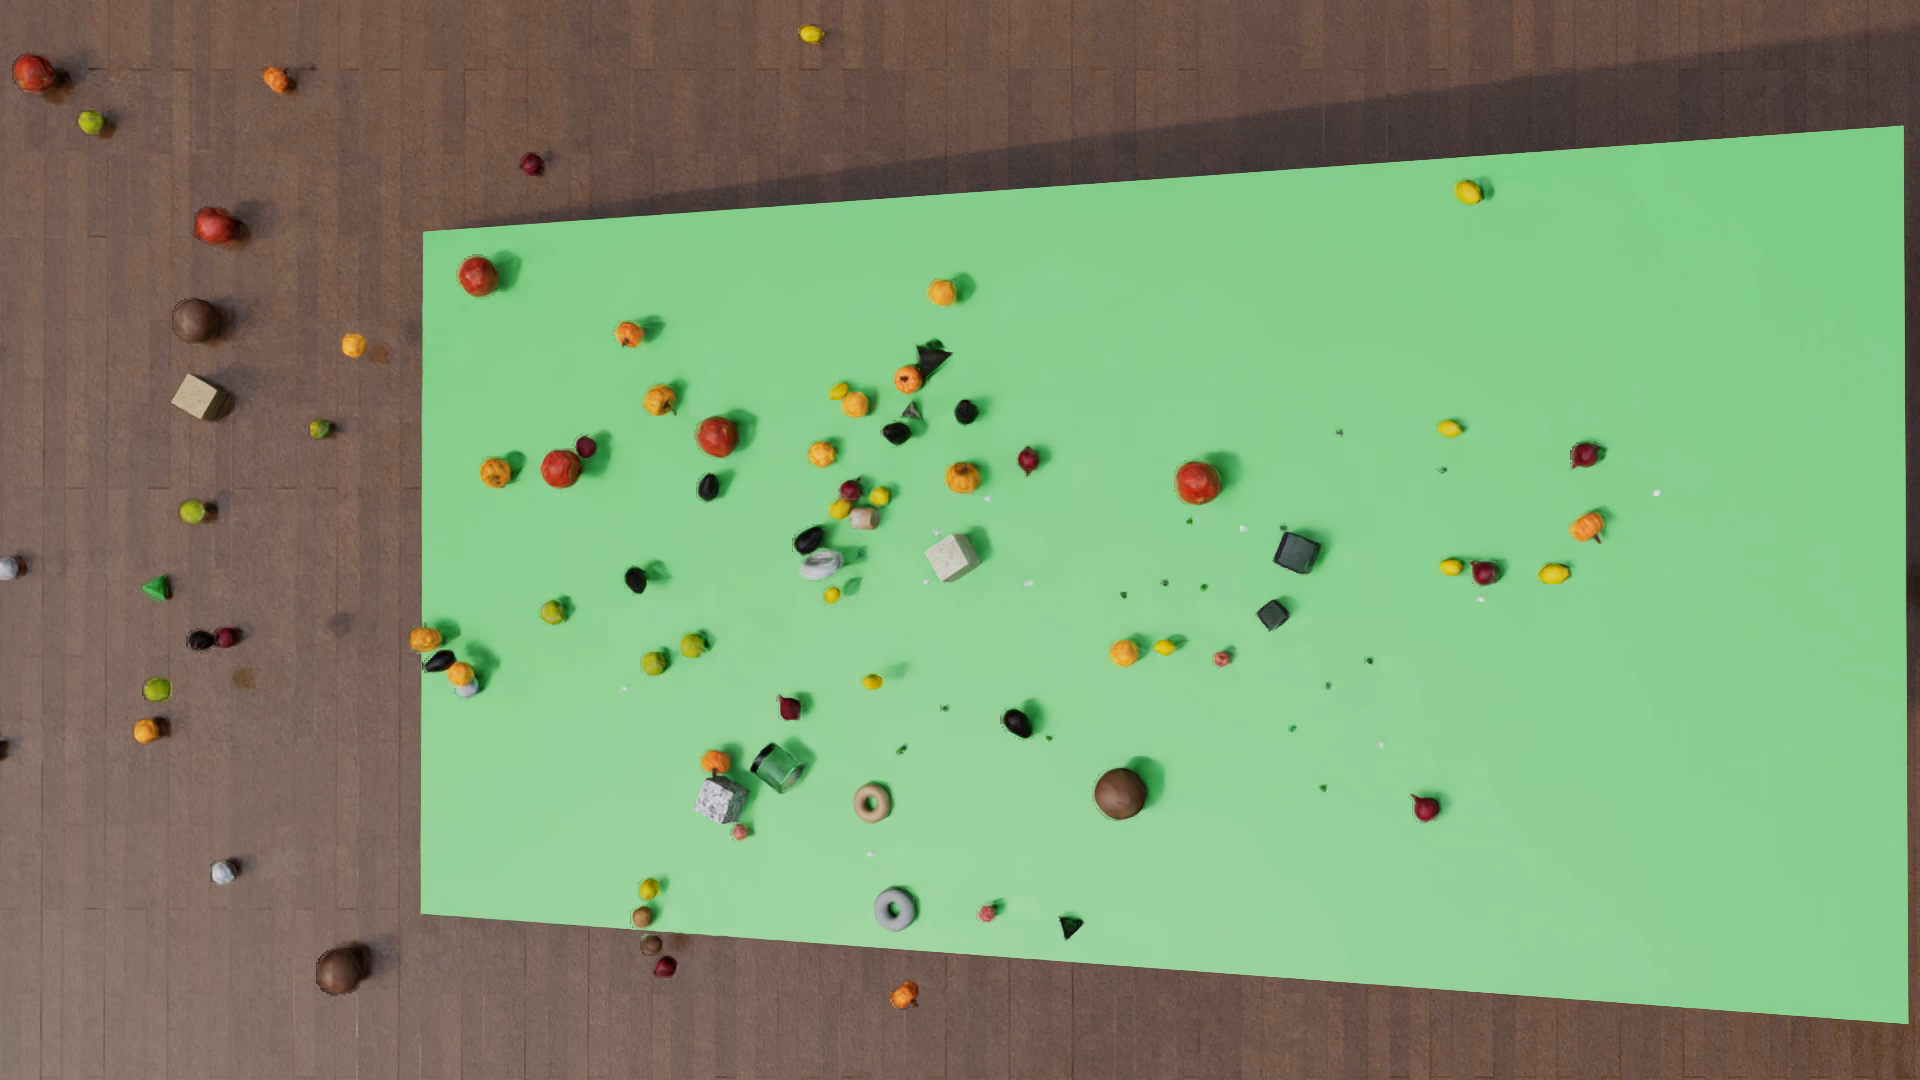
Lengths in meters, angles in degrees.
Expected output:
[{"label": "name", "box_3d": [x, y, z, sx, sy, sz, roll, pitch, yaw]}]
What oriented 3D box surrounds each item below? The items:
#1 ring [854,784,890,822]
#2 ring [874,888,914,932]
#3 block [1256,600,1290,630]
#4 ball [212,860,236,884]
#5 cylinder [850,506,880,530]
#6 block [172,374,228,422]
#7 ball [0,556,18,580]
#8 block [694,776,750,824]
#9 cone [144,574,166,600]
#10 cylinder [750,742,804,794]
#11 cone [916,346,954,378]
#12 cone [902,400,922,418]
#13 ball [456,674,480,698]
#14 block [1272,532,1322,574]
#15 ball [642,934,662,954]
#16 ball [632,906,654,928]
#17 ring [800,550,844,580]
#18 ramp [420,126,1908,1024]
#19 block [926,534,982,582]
[{"label": "ring", "box_3d": [-0.235, 0.701, 5.858, 0.107, 0.036, 0.107, 0, 91, 22]}, {"label": "ring", "box_3d": [-0.174, 0.979, 5.827, 0.117, 0.039, 0.117, 0, 91, 23]}, {"label": "block", "box_3d": [0.774, 0.185, 5.427, 0.055, 0.055, 0.055, -43, 74, 17]}, {"label": "ball", "box_3d": [-2.176, 0.982, 6.499, 0.068, 0.068, 0.068, 0, 89, 0]}, {"label": "cylinder", "box_3d": [-0.254, -0.058, 5.862, 0.060, 0.060, 0.060, 8, 89, 30]}, {"label": "block", "box_3d": [-2.247, -0.421, 6.501, 0.099, 0.099, 0.099, 30, 89, 0]}, {"label": "ball", "box_3d": [-2.826, 0.083, 6.508, 0.072, 0.072, 0.072, 0, 89, 0]}, {"label": "block", "box_3d": [-0.650, 0.709, 6.001, 0.094, 0.094, 0.094, 25, 99, 21]}, {"label": "cone", "box_3d": [-2.373, 0.128, 6.525, 0.072, 0.072, 0.072, 24, 65, 0]}, {"label": "cylinder", "box_3d": [-0.493, 0.617, 5.933, 0.100, 0.100, 0.100, 37, 89, 19]}, {"label": "cone", "box_3d": [-0.062, -0.481, 5.795, 0.093, 0.093, 0.093, -16, 89, -2]}, {"label": "cone", "box_3d": [-0.119, -0.336, 5.828, 0.050, 0.050, 0.050, 34, 89, -8]}, {"label": "ball", "box_3d": [-1.421, 0.421, 6.344, 0.068, 0.068, 0.068, 0, 89, 0]}, {"label": "block", "box_3d": [0.827, 0.033, 5.393, 0.080, 0.080, 0.080, 24, 99, 21]}, {"label": "ball", "box_3d": [-0.857, 1.130, 6.135, 0.055, 0.055, 0.055, 0, 89, 0]}, {"label": "ball", "box_3d": [-0.883, 1.048, 6.114, 0.059, 0.059, 0.059, 0, 89, 0]}, {"label": "ring", "box_3d": [-0.367, 0.066, 5.857, 0.121, 0.121, 0.040, -16, 113, 0]}, {"label": "ramp", "box_3d": [0.283, 0.085, 5.720, 4.000, 0.100, 2.000, 0, 89, 23]}, {"label": "block", "box_3d": [-0.018, 0.046, 5.744, 0.091, 0.091, 0.091, -34, 77, 19]}]
